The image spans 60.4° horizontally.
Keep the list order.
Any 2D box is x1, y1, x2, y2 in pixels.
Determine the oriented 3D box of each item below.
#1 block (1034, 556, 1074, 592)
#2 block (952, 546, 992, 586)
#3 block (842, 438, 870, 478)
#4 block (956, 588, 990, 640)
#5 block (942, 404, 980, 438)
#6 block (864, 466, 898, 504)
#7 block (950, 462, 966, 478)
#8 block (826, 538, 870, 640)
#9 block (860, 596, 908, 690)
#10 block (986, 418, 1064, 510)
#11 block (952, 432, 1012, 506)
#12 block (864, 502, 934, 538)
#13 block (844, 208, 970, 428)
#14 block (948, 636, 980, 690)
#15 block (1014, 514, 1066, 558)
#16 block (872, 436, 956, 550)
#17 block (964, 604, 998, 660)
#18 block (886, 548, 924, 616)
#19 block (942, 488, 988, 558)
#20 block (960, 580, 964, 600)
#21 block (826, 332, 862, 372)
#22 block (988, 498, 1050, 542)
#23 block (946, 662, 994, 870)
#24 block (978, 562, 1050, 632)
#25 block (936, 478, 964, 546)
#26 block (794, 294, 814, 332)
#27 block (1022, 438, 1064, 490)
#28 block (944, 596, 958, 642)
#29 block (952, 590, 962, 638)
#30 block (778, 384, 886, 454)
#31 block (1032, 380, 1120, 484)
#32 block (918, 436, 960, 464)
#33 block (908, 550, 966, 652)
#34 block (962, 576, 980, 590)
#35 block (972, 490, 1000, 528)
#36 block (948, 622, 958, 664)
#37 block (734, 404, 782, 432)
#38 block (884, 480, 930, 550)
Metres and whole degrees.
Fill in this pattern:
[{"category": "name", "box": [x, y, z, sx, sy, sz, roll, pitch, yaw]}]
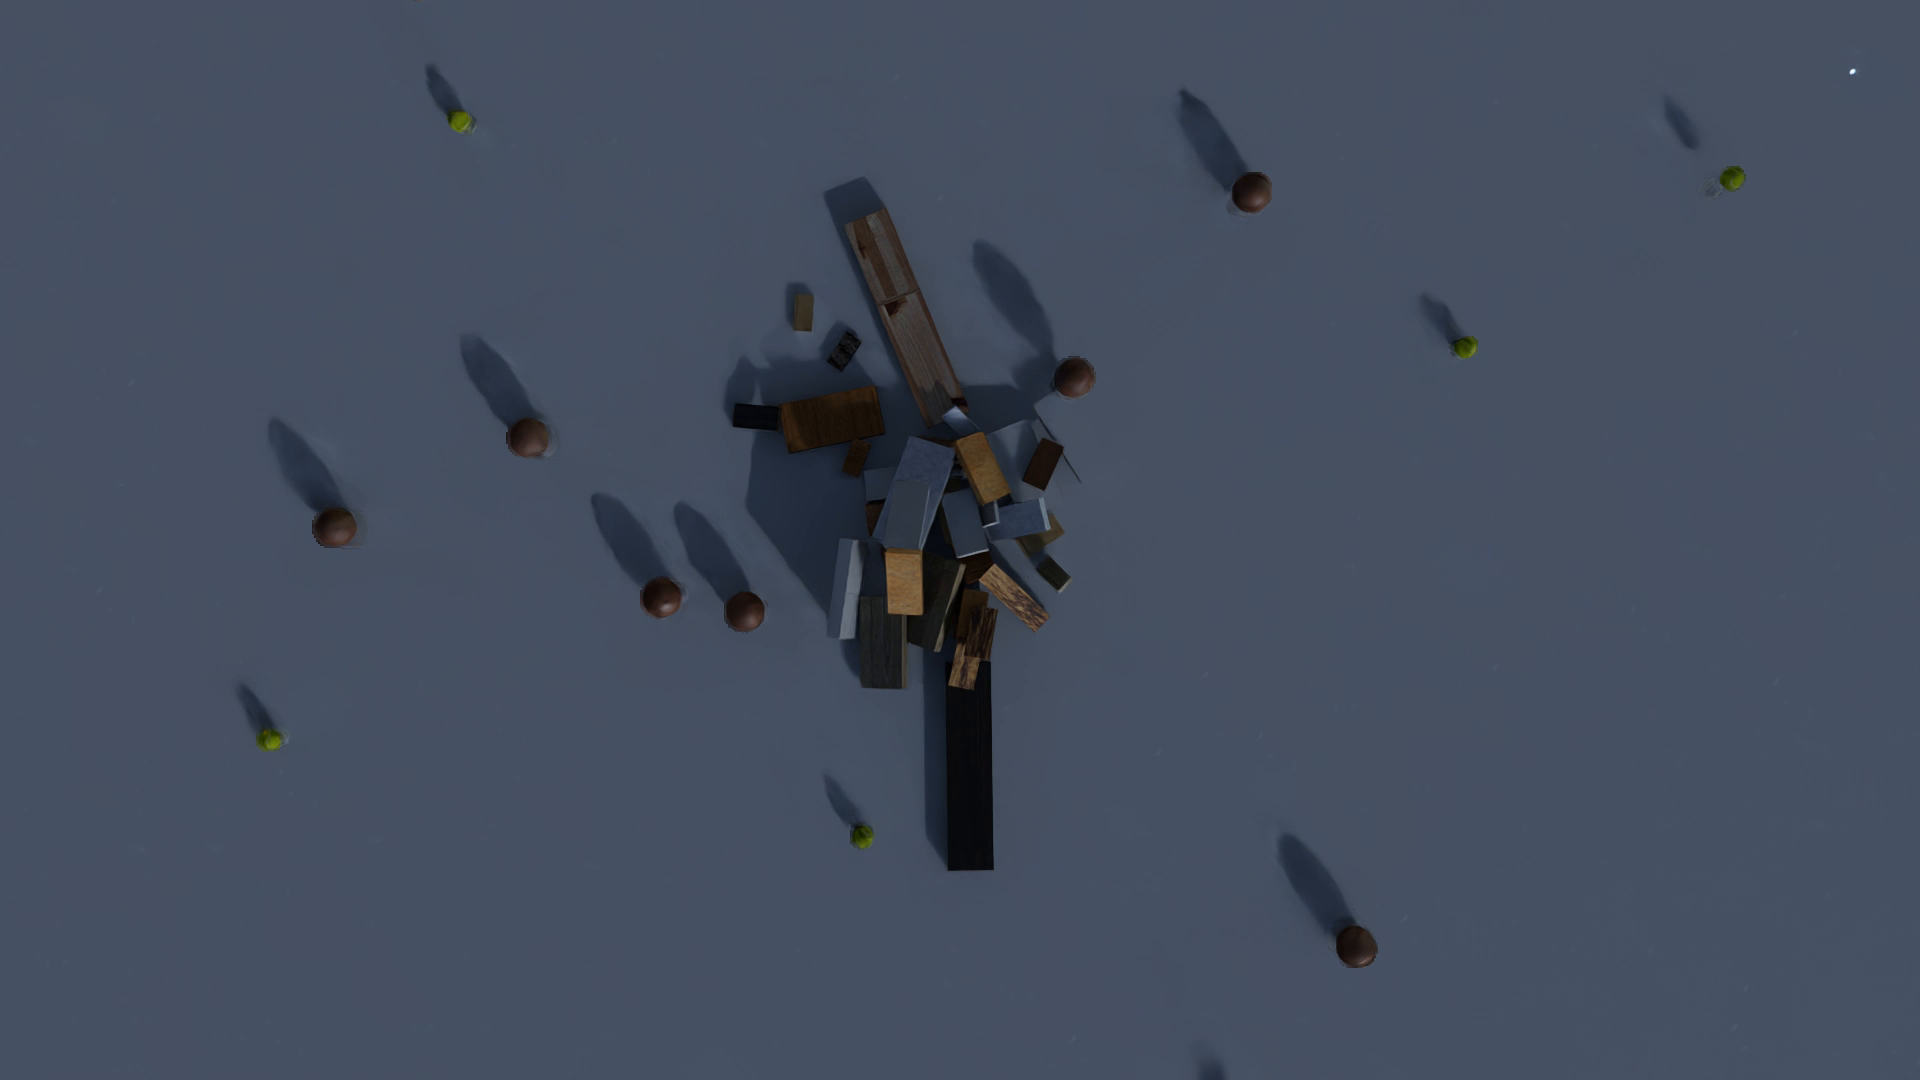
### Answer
[{"category": "block", "box": [0.311, 0.113, 5.451, 0.065, 0.018, 0.130, -45, 50, 0]}, {"category": "block", "box": [0.033, 0.029, 5.453, 0.108, 0.030, 0.215, -22, 74, -2]}, {"category": "block", "box": [-0.344, -0.273, 5.467, 0.060, 0.017, 0.121, 23, 114, 0]}, {"category": "block", "box": [0.041, 0.248, 5.418, 0.084, 0.024, 0.167, 9, 89, -1]}, {"category": "block", "box": [0.001, -0.388, 5.460, 0.061, 0.017, 0.122, -42, 117, 10]}, {"category": "block", "box": [-0.205, -0.189, 5.465, 0.214, 0.030, 0.107, -7, 74, 3]}, {"category": "block", "box": [-0.030, -0.231, 5.473, 0.122, 0.017, 0.061, 0, 49, 0]}, {"category": "block", "box": [-0.368, 0.160, 5.415, 0.046, 0.163, 0.326, 8, 90, 16]}, {"category": "block", "box": [-0.252, 0.338, 5.451, 0.151, 0.043, 0.302, 0, 90, 23]}, {"category": "block", "box": [0.211, -0.232, 5.469, 0.154, 0.044, 0.308, -22, 90, -8]}, {"category": "block", "box": [0.070, -0.235, 5.420, 0.113, 0.032, 0.227, -22, 84, -32]}, {"category": "block", "box": [-0.201, -0.074, 5.459, 0.214, 0.030, 0.107, -6, 107, 6]}, {"category": "block", "box": [-0.176, -0.735, 5.478, 0.154, 0.044, 0.727, -22, 90, 0]}, {"category": "block", "box": [0.020, 0.405, 5.418, 0.084, 0.024, 0.168, 11, 109, -2]}, {"category": "block", "box": [0.266, -0.013, 5.489, 0.152, 0.022, 0.076, -33, 90, 0]}, {"category": "block", "box": [-0.147, -0.147, 5.400, 0.163, 0.046, 0.368, 18, 74, 7]}, {"category": "block", "box": [0.068, 0.302, 5.376, 0.084, 0.024, 0.168, 10, 77, -2]}, {"category": "block", "box": [-0.178, 0.136, 5.331, 0.113, 0.032, 0.227, 3, 119, 8]}, {"category": "block", "box": [0.015, -0.056, 5.413, 0.108, 0.030, 0.215, -15, 75, 0]}, {"category": "block", "box": [0.022, 0.158, 5.467, 0.052, 0.015, 0.104, -9, 61, -3]}, {"category": "block", "box": [-0.385, -0.627, 5.491, 0.060, 0.017, 0.121, 35, 90, 0]}, {"category": "block", "box": [0.188, -0.066, 5.425, 0.214, 0.030, 0.107, -11, 95, 33]}, {"category": "block", "box": [0.031, 0.751, 5.479, 0.151, 0.043, 0.686, -1, 90, 0]}, {"category": "block", "box": [0.178, 0.189, 5.439, 0.076, 0.022, 0.278, -47, 111, 0]}, {"category": "block", "box": [-0.022, -0.096, 5.458, 0.108, 0.030, 0.215, -17, 75, 0]}, {"category": "block", "box": [-0.520, -0.755, 5.491, 0.060, 0.017, 0.121, 3, 90, 0]}, {"category": "block", "box": [0.274, -0.250, 5.439, 0.080, 0.023, 0.159, 25, 88, -5]}, {"category": "block", "box": [-0.065, 0.245, 5.462, 0.084, 0.024, 0.168, 15, 92, 39]}, {"category": "block", "box": [0.013, 0.240, 5.464, 0.084, 0.024, 0.167, -5, 73, -1]}, {"category": "block", "box": [-0.424, -0.400, 5.477, 0.326, 0.046, 0.163, -12, 90, 0]}, {"category": "block", "box": [0.386, -0.359, 5.478, 0.154, 0.044, 0.308, -33, 90, 0]}, {"category": "block", "box": [-0.060, -0.301, 5.478, 0.159, 0.023, 0.080, 6, 90, 8]}, {"category": "block", "box": [-0.095, 0.202, 5.437, 0.151, 0.043, 0.302, 18, 94, 28]}, {"category": "block", "box": [0.036, 0.129, 5.451, 0.052, 0.015, 0.104, -7, 75, -1]}, {"category": "block", "box": [0.084, -0.121, 5.452, 0.076, 0.022, 0.152, -16, 72, 30]}, {"category": "block", "box": [0.002, 0.324, 5.486, 0.084, 0.024, 0.167, -2, 88, 0]}, {"category": "block", "box": [-0.672, -0.407, 5.465, 0.159, 0.023, 0.080, 6, 90, 18]}, {"category": "block", "box": [-0.172, -0.077, 5.338, 0.113, 0.032, 0.227, 8, 73, 5]}]
